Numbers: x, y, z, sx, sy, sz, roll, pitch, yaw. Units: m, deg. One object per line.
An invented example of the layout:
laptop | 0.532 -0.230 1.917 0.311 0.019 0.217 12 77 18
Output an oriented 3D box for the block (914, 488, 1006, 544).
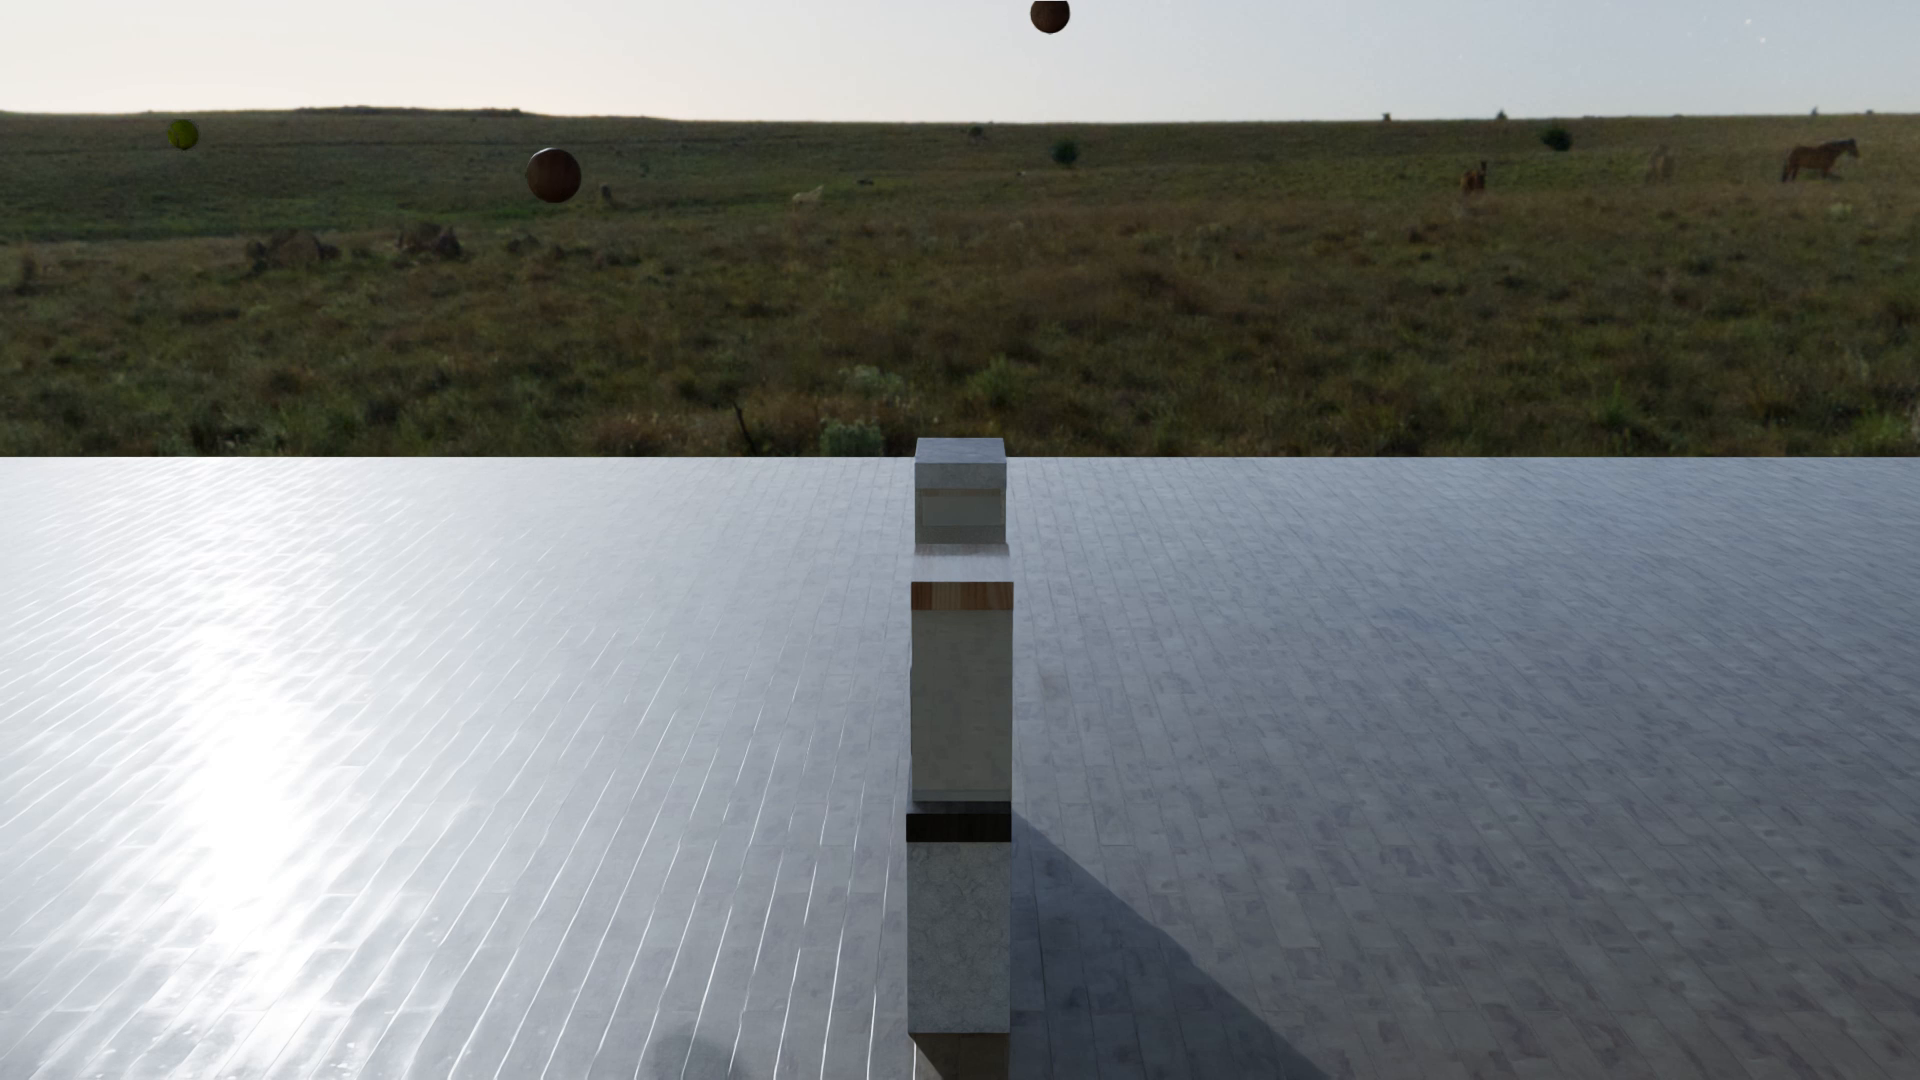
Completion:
block | 0.001 0.055 3.631 0.149 0.298 0.042 0 11 0

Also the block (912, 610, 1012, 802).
block | 0.003 0.224 3.064 0.140 0.279 0.040 0 11 0

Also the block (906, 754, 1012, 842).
block | -0.002 0.369 3.161 0.145 0.041 0.290 0 11 0

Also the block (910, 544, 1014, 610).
block | 0.003 0.050 3.126 0.140 0.040 0.279 0 11 0

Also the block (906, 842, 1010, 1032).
block | -0.002 0.549 3.096 0.145 0.290 0.041 0 11 0

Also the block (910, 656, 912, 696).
block | 0.002 0.202 3.784 0.168 0.048 0.337 0 11 0

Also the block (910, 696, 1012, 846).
block | 0.002 0.411 3.708 0.168 0.337 0.048 0 11 0

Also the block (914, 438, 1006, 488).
block | 0.001 -0.131 3.698 0.149 0.042 0.298 0 11 0

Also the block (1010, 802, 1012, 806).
block | 0.005 0.273 3.365 0.148 0.297 0.042 0 11 0
